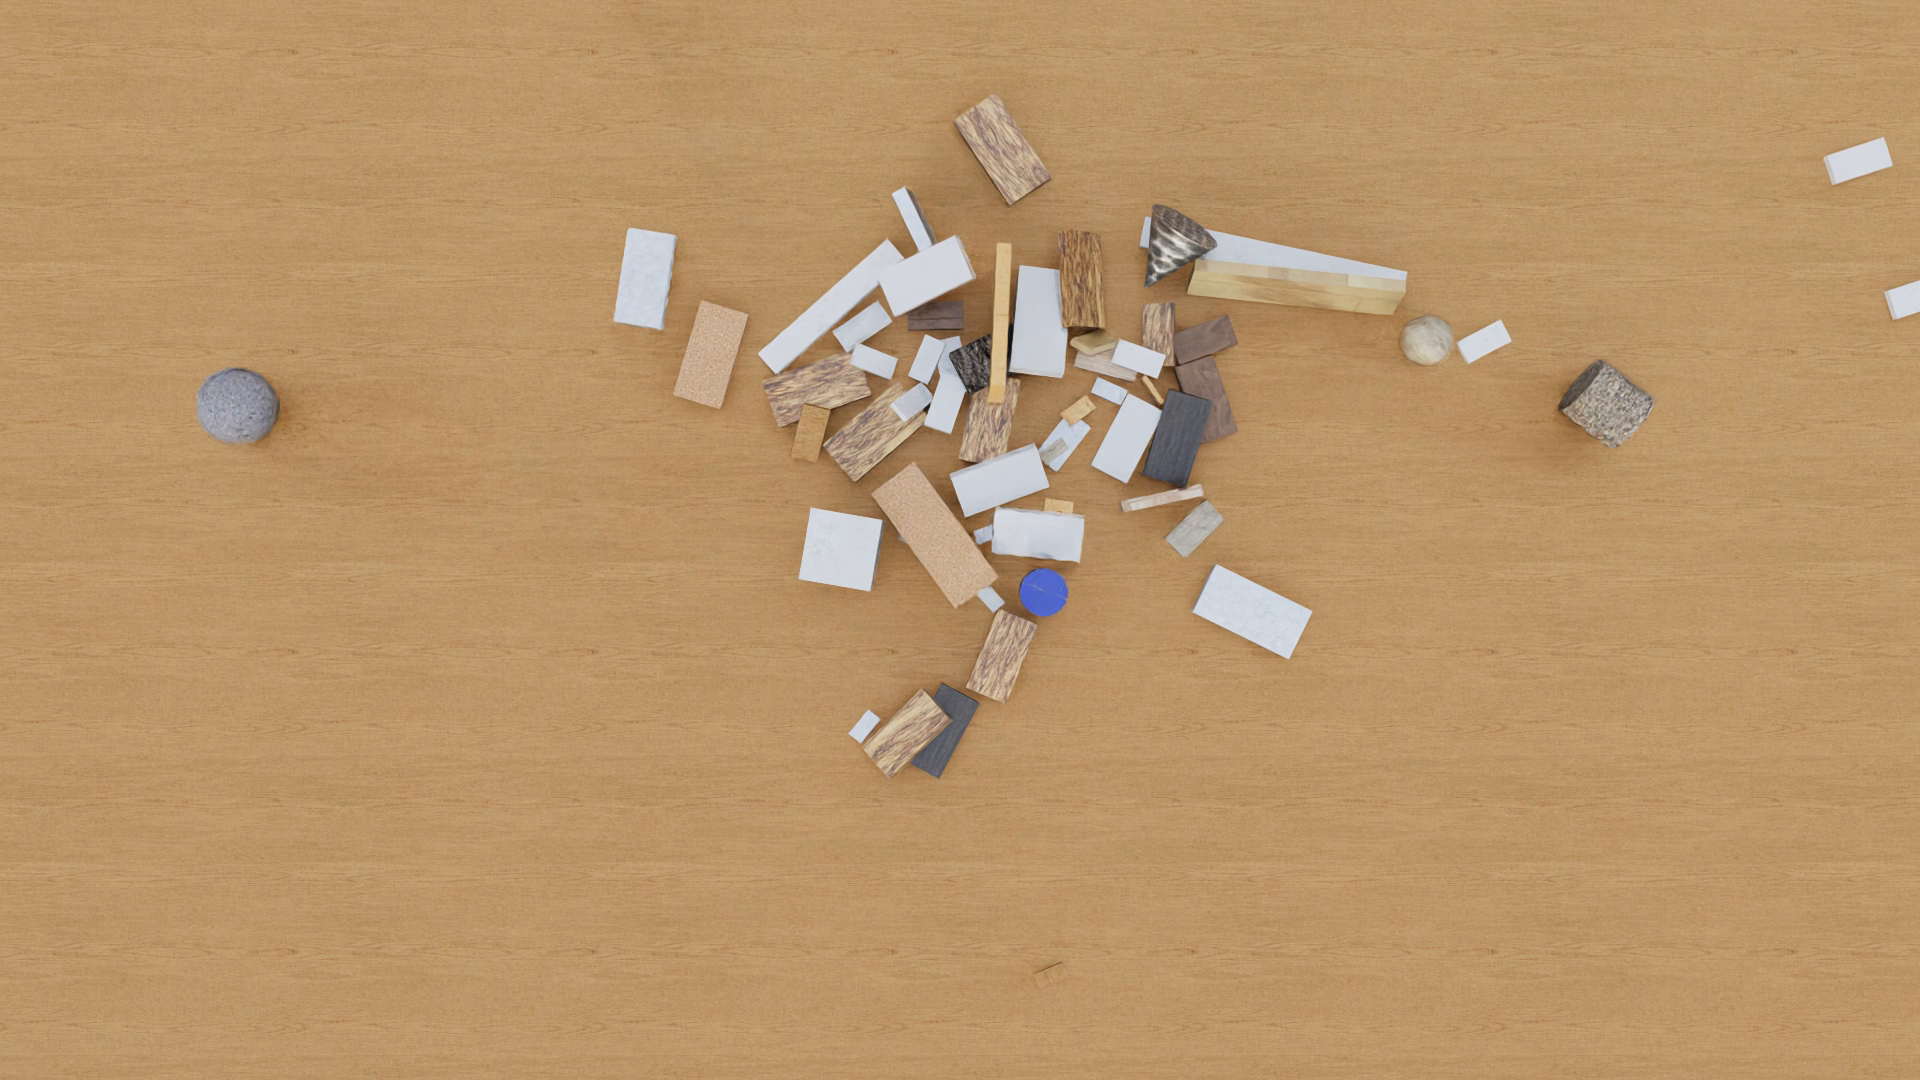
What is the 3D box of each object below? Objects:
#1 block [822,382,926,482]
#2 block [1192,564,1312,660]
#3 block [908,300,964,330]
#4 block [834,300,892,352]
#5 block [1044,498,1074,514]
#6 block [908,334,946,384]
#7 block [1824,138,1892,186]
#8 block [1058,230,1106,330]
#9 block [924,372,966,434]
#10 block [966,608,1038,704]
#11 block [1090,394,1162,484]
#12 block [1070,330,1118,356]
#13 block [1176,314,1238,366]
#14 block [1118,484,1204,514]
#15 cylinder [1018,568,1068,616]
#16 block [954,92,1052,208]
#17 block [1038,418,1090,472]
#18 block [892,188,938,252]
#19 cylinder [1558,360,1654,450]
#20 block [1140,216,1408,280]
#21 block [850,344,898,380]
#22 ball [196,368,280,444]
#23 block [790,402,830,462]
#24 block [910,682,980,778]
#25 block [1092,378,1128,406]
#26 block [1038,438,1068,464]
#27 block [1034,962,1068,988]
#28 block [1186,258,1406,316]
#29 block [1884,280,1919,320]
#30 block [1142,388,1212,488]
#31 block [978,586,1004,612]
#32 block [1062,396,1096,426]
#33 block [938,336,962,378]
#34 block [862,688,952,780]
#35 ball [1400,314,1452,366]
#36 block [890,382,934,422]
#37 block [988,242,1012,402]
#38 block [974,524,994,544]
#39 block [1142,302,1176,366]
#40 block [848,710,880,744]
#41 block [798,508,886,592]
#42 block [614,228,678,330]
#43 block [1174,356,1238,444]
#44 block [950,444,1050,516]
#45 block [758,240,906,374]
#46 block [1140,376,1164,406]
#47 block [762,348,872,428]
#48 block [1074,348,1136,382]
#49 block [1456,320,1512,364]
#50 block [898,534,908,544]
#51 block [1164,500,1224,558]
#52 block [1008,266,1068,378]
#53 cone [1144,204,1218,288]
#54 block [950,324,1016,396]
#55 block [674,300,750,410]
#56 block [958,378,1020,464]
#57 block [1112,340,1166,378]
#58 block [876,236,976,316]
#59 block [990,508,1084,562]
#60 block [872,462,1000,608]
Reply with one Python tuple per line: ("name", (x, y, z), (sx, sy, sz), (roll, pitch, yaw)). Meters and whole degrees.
("block", (-0.277, -0.358, 5.477), (0.327, 0.046, 0.163), (-41, 90, 0))
("block", (0.967, 0.237, 5.475), (0.354, 0.050, 0.177), (26, 90, 0))
("block", (-0.081, -0.746, 5.487), (0.185, 0.026, 0.093), (-1, 90, 0))
("block", (-0.324, -0.707, 5.464), (0.182, 0.026, 0.091), (-34, 56, 0))
("block", (0.328, -0.109, 5.493), (0.094, 0.013, 0.047), (9, 90, 0))
("block", (-0.108, -0.598, 5.470), (0.074, 0.021, 0.148), (26, 99, 12))
("block", (2.987, -1.260, 5.486), (0.196, 0.028, 0.098), (-18, 90, 0))
("block", (0.401, -0.855, 5.430), (0.157, 0.044, 0.314), (-3, 90, -43))
("block", (-0.045, -0.452, 5.448), (0.093, 0.026, 0.185), (19, 82, 0))
("block", (0.140, 0.385, 5.480), (0.142, 0.040, 0.284), (23, 90, 0))
("block", (0.555, -0.337, 5.481), (0.134, 0.038, 0.268), (28, 90, 0))
("block", (0.443, -0.649, 5.417), (0.081, 0.161, 0.023), (33, 125, 28))
("block", (0.808, -0.665, 5.485), (0.208, 0.029, 0.104), (-20, 90, 0))
("block", (0.660, -0.136, 5.433), (0.268, 0.134, 0.038), (-12, 90, 0))
("cylinder", (0.273, 0.171, 5.423), (0.154, 0.154, 0.154), (0, 90, 0))
("block", (0.140, -1.293, 5.476), (0.168, 0.048, 0.336), (-34, 90, 0))
("block", (0.342, -0.328, 5.487), (0.093, 0.026, 0.186), (38, 90, 0))
("block", (-0.114, -0.985, 5.413), (0.048, 0.168, 0.336), (-26, 90, 11))
("cylinder", (2.112, -0.443, 5.397), (0.208, 0.208, 0.208), (38, 90, 0))
("block", (1.040, -0.933, 5.486), (0.887, 0.028, 0.098), (12, 90, 0))
("block", (-0.286, -0.590, 5.457), (0.148, 0.021, 0.074), (20, 85, -25))
("ball", (-2.351, -0.435, 5.376), (0.247, 0.247, 0.247), (0, 90, 0))
("block", (-0.496, -0.355, 5.457), (0.091, 0.026, 0.182), (13, 105, -10))
("block", (-0.065, 0.633, 5.480), (0.142, 0.040, 0.283), (28, 90, 0))
("block", (0.497, -0.495, 5.492), (0.110, 0.016, 0.055), (24, 90, 0))
("block", (0.311, -0.295, 5.467), (0.095, 0.013, 0.047), (-35, 90, 0))
("block", (0.302, 1.449, 5.493), (0.104, 0.015, 0.052), (-22, 90, 0))
("block", (1.100, -0.830, 5.419), (0.687, 0.157, 0.044), (6, 69, 0))
("block", (3.189, -0.811, 5.486), (0.196, 0.028, 0.098), (-18, 90, 0))
("block", (0.718, -0.337, 5.444), (0.148, 0.042, 0.295), (16, 103, 1))
("block", (0.060, 0.145, 5.493), (0.052, 0.015, 0.214), (-41, 90, 0))
("block", (0.393, -0.428, 5.472), (0.110, 0.016, 0.055), (-37, 85, -20))
("block", (-0.026, -0.577, 5.487), (0.093, 0.026, 0.185), (-14, 90, 0))
("block", (-0.175, 0.640, 5.446), (0.283, 0.040, 0.142), (-45, 73, 6))
("ball", (1.533, -0.657, 5.418), (0.165, 0.165, 0.165), (0, 90, 0))
("block", (-0.155, -0.455, 5.435), (0.074, 0.021, 0.149), (50, 53, 1))
("block", (0.129, -0.705, 5.359), (0.048, 0.168, 0.487), (3, 76, -2))
("block", (0.096, -0.022, 5.493), (0.095, 0.013, 0.047), (-21, 90, 0))
("block", (0.660, -0.679, 5.468), (0.104, 0.029, 0.208), (0, 90, 21))
("block", (-0.318, 0.620, 5.493), (0.052, 0.015, 0.104), (39, 90, 0))
("block", (-0.382, 0.030, 5.384), (0.231, 0.231, 0.231), (10, 90, 0))
("block", (-1.045, -0.866, 5.478), (0.157, 0.044, 0.314), (9, 90, 0))
("block", (0.817, -0.464, 5.481), (0.134, 0.038, 0.268), (-18, 90, 0))
("block", (0.131, -0.197, 5.450), (0.298, 0.042, 0.149), (-20, 114, 0))
("block", (-0.426, -0.775, 5.488), (0.574, 0.026, 0.091), (-42, 91, 0))
("block", (0.638, -0.496, 5.473), (0.016, 0.055, 0.110), (-34, 90, 0))
("block", (-0.474, -0.503, 5.477), (0.327, 0.046, 0.163), (-20, 90, 0))
("block", (0.491, -0.601, 5.485), (0.208, 0.029, 0.104), (15, 90, 0))
("block", (1.743, -0.659, 5.489), (0.161, 0.023, 0.081), (-28, 90, 0))
("block", (-0.102, -0.007, 5.483), (0.186, 0.026, 0.093), (24, 90, 2))
("block", (0.779, -0.037, 5.487), (0.186, 0.026, 0.093), (-43, 90, 0))
("block", (0.266, -0.720, 5.431), (0.177, 0.050, 0.354), (7, 78, -4))
("cone", (0.672, -0.927, 5.416), (0.250, 0.250, 0.250), (32, 117, 0))
("block", (0.130, -0.611, 5.449), (0.298, 0.042, 0.149), (-26, 82, -8))
("block", (-0.824, -0.613, 5.477), (0.163, 0.046, 0.327), (17, 90, 0))
("block", (0.099, -0.399, 5.479), (0.149, 0.042, 0.298), (12, 90, 0))
("block", (0.590, -0.598, 5.446), (0.161, 0.023, 0.081), (21, 94, 8))
("block", (-0.108, -0.851, 5.318), (0.295, 0.042, 0.148), (-23, 91, 22))
("block", (0.257, -0.018, 5.461), (0.295, 0.042, 0.148), (6, 102, -1))
("block", (-0.081, -0.015, 5.439), (0.177, 0.050, 0.472), (-37, 86, 3))
